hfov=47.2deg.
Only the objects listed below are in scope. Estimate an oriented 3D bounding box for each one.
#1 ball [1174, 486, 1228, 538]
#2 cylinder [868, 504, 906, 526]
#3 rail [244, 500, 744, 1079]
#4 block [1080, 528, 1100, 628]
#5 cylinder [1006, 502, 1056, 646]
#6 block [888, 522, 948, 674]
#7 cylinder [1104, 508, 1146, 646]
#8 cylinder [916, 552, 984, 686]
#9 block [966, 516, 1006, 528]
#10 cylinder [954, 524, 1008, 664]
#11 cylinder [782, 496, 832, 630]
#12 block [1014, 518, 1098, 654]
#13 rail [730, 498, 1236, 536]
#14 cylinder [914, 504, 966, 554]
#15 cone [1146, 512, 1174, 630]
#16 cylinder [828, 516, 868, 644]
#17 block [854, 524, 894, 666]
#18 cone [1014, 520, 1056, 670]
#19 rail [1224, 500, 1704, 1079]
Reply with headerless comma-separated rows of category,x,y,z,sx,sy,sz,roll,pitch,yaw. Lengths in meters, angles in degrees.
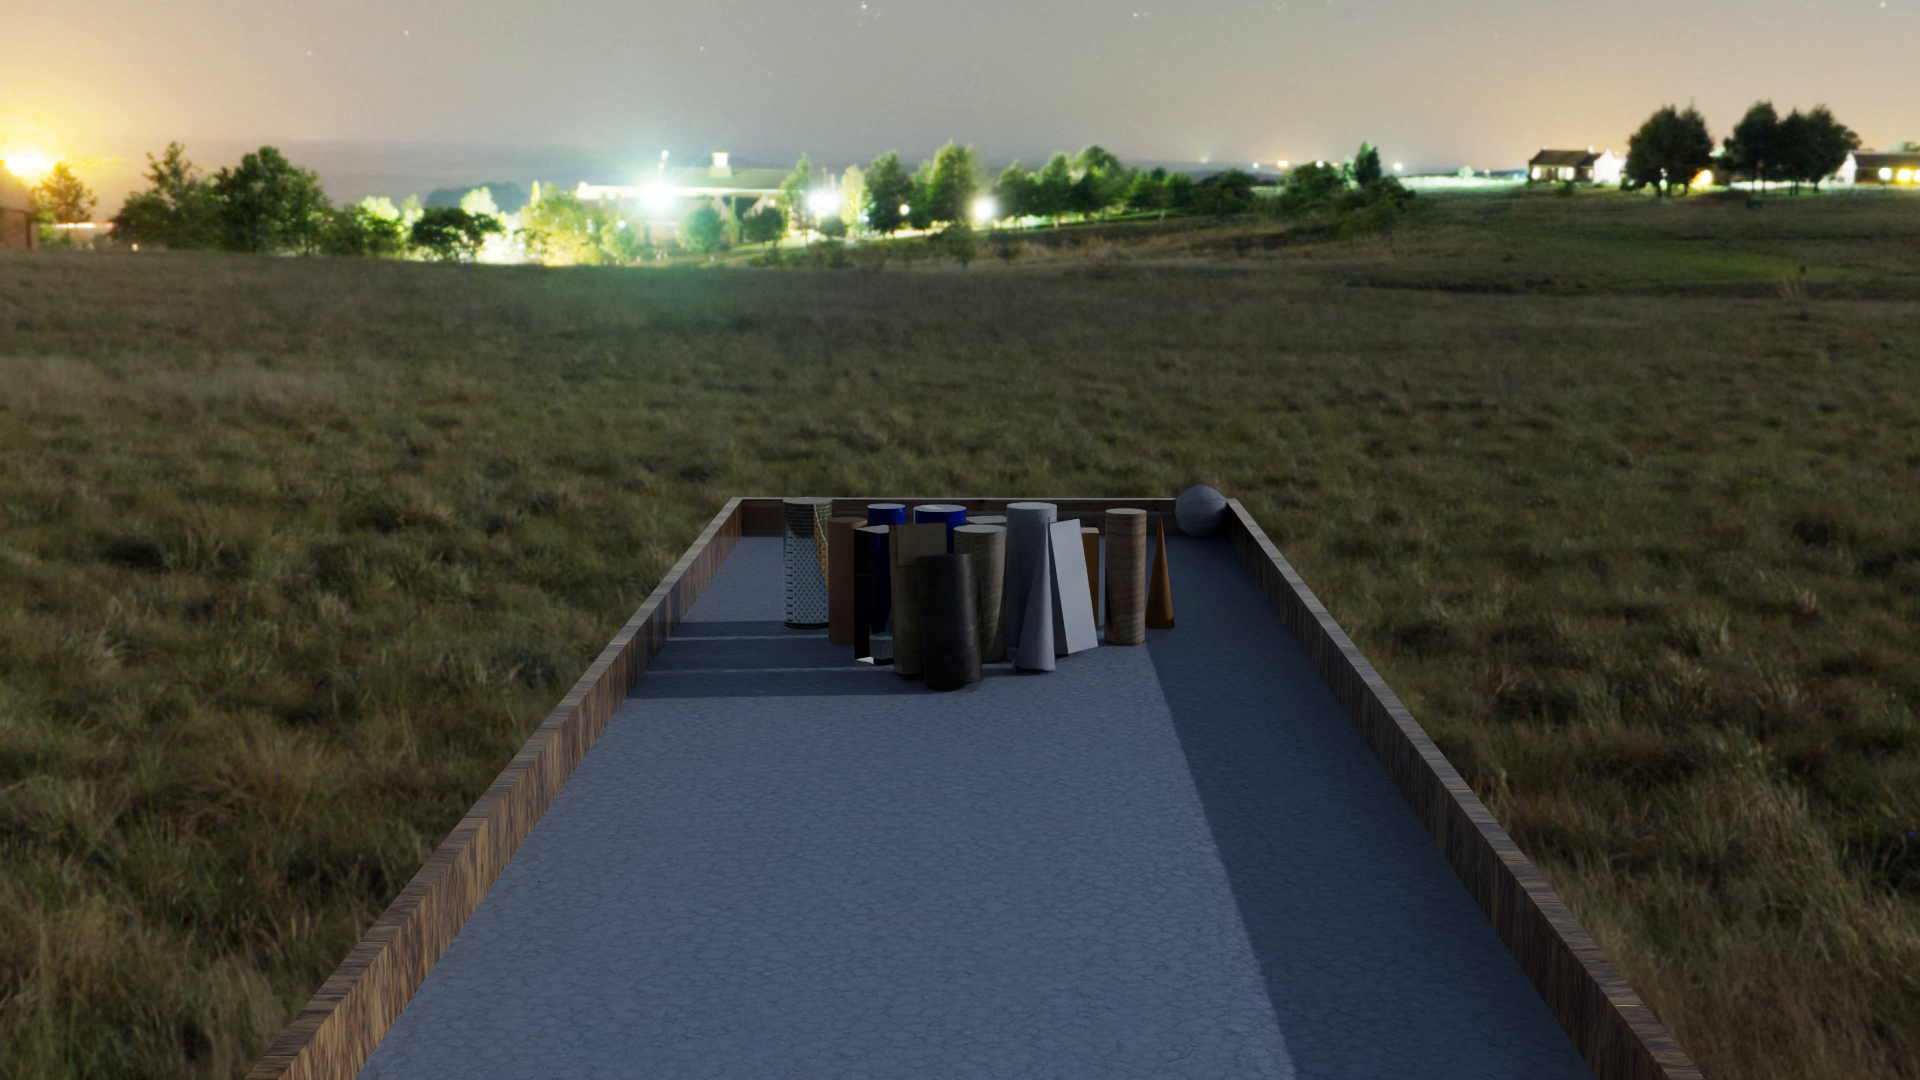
ball,0.987,-0.117,8.998,0.216,0.216,0.216,0,9,0
cylinder,-0.240,0.088,7.178,0.125,0.400,0.125,0,9,0
rail,-1.004,0.839,3.234,0.050,0.150,12.000,0,9,1
block,0.393,0.124,7.211,0.116,0.317,0.116,0,9,0
cylinder,0.226,0.107,6.951,0.159,0.434,0.159,0,9,0
block,-0.119,0.171,6.479,0.145,0.437,0.145,-2,0,-11
cylinder,0.521,0.116,6.937,0.129,0.419,0.129,0,9,0
cylinder,-0.030,0.227,6.329,0.167,0.370,0.167,-4,2,0
block,0.095,0.107,7.210,0.146,0.352,0.146,-4,10,-22
cylinder,0.062,0.164,6.694,0.162,0.401,0.162,0,9,0
cylinder,-0.498,0.075,7.217,0.163,0.414,0.163,0,9,0
block,0.295,0.146,6.756,0.144,0.397,0.144,-7,2,42
rail,0.099,-0.098,9.147,2.100,0.150,0.050,0,9,1
cylinder,-0.063,0.111,6.950,0.168,0.426,0.168,0,9,0
cone,0.654,0.095,7.192,0.101,0.381,0.101,0,9,0
cylinder,-0.354,0.129,6.955,0.124,0.389,0.124,0,9,0
block,-0.234,0.166,6.671,0.123,0.404,0.123,-8,12,-42
cone,0.240,0.151,6.541,0.122,0.460,0.122,4,0,0
rail,1.046,0.843,3.208,0.050,0.150,12.000,0,9,1
